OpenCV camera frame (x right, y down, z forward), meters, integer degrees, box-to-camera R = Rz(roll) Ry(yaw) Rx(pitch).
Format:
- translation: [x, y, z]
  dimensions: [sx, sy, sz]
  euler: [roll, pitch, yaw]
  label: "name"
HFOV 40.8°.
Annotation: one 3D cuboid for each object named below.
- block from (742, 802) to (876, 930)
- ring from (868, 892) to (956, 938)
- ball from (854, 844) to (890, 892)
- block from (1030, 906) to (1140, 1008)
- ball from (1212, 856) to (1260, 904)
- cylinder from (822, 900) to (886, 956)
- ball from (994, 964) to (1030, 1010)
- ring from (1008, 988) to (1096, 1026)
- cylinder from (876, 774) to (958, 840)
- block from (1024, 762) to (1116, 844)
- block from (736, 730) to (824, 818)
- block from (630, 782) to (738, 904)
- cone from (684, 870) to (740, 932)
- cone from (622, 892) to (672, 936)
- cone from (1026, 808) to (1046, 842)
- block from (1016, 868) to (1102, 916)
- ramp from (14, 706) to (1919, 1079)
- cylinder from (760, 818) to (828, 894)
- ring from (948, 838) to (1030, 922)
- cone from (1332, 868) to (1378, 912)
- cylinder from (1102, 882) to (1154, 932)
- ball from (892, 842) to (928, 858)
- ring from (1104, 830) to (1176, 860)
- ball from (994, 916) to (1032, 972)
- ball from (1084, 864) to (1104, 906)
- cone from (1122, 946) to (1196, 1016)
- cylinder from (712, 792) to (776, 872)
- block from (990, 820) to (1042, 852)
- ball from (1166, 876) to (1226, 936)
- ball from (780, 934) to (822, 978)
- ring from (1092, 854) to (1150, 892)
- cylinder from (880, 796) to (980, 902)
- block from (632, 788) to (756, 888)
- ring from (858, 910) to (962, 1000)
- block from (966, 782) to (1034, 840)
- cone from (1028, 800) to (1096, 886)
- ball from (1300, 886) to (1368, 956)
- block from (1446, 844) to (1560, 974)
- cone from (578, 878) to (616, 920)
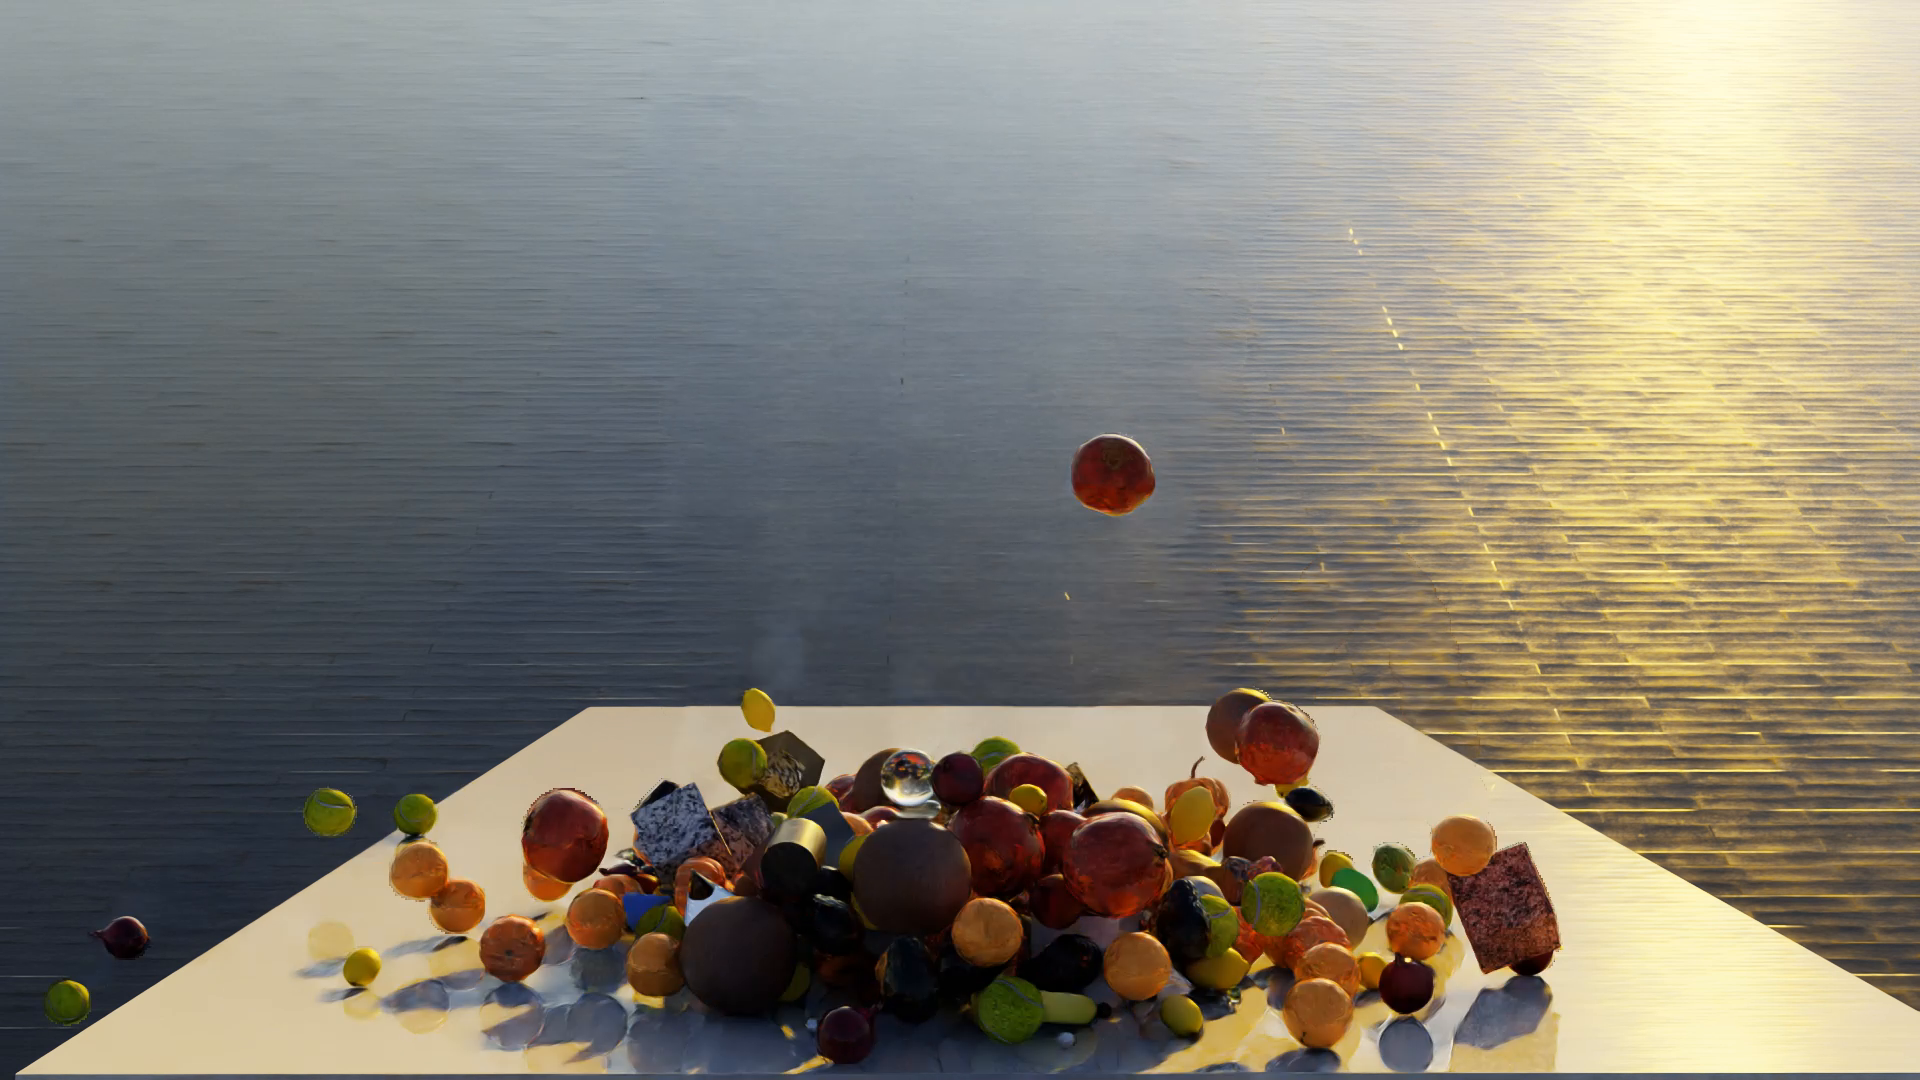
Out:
- translation: [-0.179, 0.385, 3.046]
  dimensions: [0.094, 0.094, 0.094]
  euler: [-21, 70, -42]
  label: "block"
- translation: [-0.072, 0.488, 3.347]
  dimensions: [0.134, 0.045, 0.134]
  euler: [-1, 2, 0]
  label: "ring"
- translation: [-0.134, 0.466, 3.664]
  dimensions: [0.070, 0.070, 0.070]
  euler: [0, 26, 0]
  label: "ball"
- translation: [0.141, 0.468, 2.894]
  dimensions: [0.099, 0.099, 0.099]
  euler: [0, -3, 18]
  label: "block"
- translation: [0.382, 0.470, 3.569]
  dimensions: [0.066, 0.066, 0.066]
  euler: [0, 26, 0]
  label: "ball"
- translation: [-0.129, 0.482, 3.205]
  dimensions: [0.062, 0.062, 0.062]
  euler: [16, 8, 29]
  label: "cylinder"
- translation: [0.073, 0.513, 2.897]
  dimensions: [0.072, 0.072, 0.072]
  euler: [0, 26, 0]
  label: "ball"
- translation: [0.099, 0.504, 2.785]
  dimensions: [0.098, 0.033, 0.098]
  euler: [7, -8, 1]
  label: "ring"
- translation: [-0.062, 0.388, 3.667]
  dimensions: [0.095, 0.095, 0.095]
  euler: [12, 23, -12]
  label: "cylinder"
- translation: [0.160, 0.393, 3.745]
  dimensions: [0.089, 0.089, 0.089]
  euler: [-32, 12, 0]
  label: "block"
- translation: [-0.306, 0.399, 4.396]
  dimensions: [0.094, 0.094, 0.094]
  euler: [-21, 39, 38]
  label: "block"
- translation: [-0.332, 0.366, 3.112]
  dimensions: [0.087, 0.087, 0.087]
  euler: [-26, 50, -7]
  label: "block"
- translation: [-0.292, 0.396, 2.915]
  dimensions: [0.067, 0.067, 0.067]
  euler: [-14, 32, 9]
  label: "cone"
- translation: [-0.390, 0.467, 3.294]
  dimensions: [0.060, 0.060, 0.060]
  euler: [-26, 19, 20]
  label: "cone"
- translation: [0.102, 0.470, 4.056]
  dimensions: [0.094, 0.094, 0.094]
  euler: [5, 29, 10]
  label: "cone"
- translation: [0.125, 0.453, 3.401]
  dimensions: [0.081, 0.081, 0.081]
  euler: [-28, -7, 15]
  label: "block"
- translation: [0.058, 0.527, 4.564]
  dimensions: [2.000, 0.100, 4.000]
  euler: [0, 2, 0]
  label: "ramp"
- translation: [-0.181, 0.345, 2.820]
  dimensions: [0.063, 0.063, 0.063]
  euler: [3, 19, 7]
  label: "cylinder"
- translation: [0.036, 0.415, 3.141]
  dimensions: [0.121, 0.040, 0.121]
  euler: [-39, 18, 15]
  label: "ring"
- translation: [0.512, 0.490, 3.454]
  dimensions: [0.072, 0.072, 0.072]
  euler: [18, 39, 33]
  label: "cone"
- translation: [0.212, 0.465, 3.256]
  dimensions: [0.053, 0.053, 0.053]
  euler: [-7, 62, -14]
  label: "cylinder"
- translation: [-0.075, 0.460, 4.001]
  dimensions: [0.064, 0.064, 0.064]
  euler: [0, 26, 0]
  label: "ball"
- translation: [0.281, 0.474, 4.009]
  dimensions: [0.112, 0.037, 0.112]
  euler: [-1, 1, 0]
  label: "ring"
- translation: [0.077, 0.481, 3.044]
  dimensions: [0.074, 0.074, 0.074]
  euler: [0, 26, 0]
  label: "ball"
- translation: [0.166, 0.472, 3.554]
  dimensions: [0.065, 0.065, 0.065]
  euler: [0, 26, 0]
  label: "ball"
- translation: [0.228, 0.483, 2.802]
  dimensions: [0.075, 0.075, 0.075]
  euler: [11, 19, -28]
  label: "cone"
- translation: [-0.317, 0.417, 3.621]
  dimensions: [0.096, 0.096, 0.096]
  euler: [-20, 31, -22]
  label: "cylinder"
- translation: [0.079, 0.448, 3.795]
  dimensions: [0.063, 0.063, 0.063]
  euler: [19, 68, 0]
  label: "block"
- translation: [0.274, 0.426, 3.006]
  dimensions: [0.070, 0.070, 0.070]
  euler: [0, 26, 0]
  label: "ball"
- translation: [-0.188, 0.492, 3.049]
  dimensions: [0.050, 0.050, 0.050]
  euler: [0, 26, 0]
  label: "ball"
- translation: [0.212, 0.479, 3.716]
  dimensions: [0.123, 0.041, 0.123]
  euler: [1, 2, 0]
  label: "ring"
- translation: [-0.036, 0.377, 3.149]
  dimensions: [0.090, 0.090, 0.090]
  euler: [-30, 20, 12]
  label: "cylinder"
- translation: [-0.347, 0.399, 3.363]
  dimensions: [0.094, 0.094, 0.094]
  euler: [-52, 32, -11]
  label: "block"
- translation: [-0.057, 0.471, 2.930]
  dimensions: [0.139, 0.139, 0.046]
  euler: [30, 81, 46]
  label: "ring"
- translation: [0.053, 0.367, 3.486]
  dimensions: [0.058, 0.058, 0.058]
  euler: [24, 8, 24]
  label: "block"
- translation: [0.140, 0.367, 3.212]
  dimensions: [0.096, 0.096, 0.096]
  euler: [17, 12, -4]
  label: "cone"
- translation: [0.462, 0.471, 3.186]
  dimensions: [0.085, 0.085, 0.085]
  euler: [0, 26, 0]
  label: "ball"
- translation: [0.636, 0.432, 3.018]
  dimensions: [0.096, 0.096, 0.096]
  euler: [-20, 53, 4]
  label: "block"
- translation: [-0.488, 0.480, 3.470]
  dimensions: [0.052, 0.052, 0.052]
  euler: [0, 2, 0]
  label: "cone"
